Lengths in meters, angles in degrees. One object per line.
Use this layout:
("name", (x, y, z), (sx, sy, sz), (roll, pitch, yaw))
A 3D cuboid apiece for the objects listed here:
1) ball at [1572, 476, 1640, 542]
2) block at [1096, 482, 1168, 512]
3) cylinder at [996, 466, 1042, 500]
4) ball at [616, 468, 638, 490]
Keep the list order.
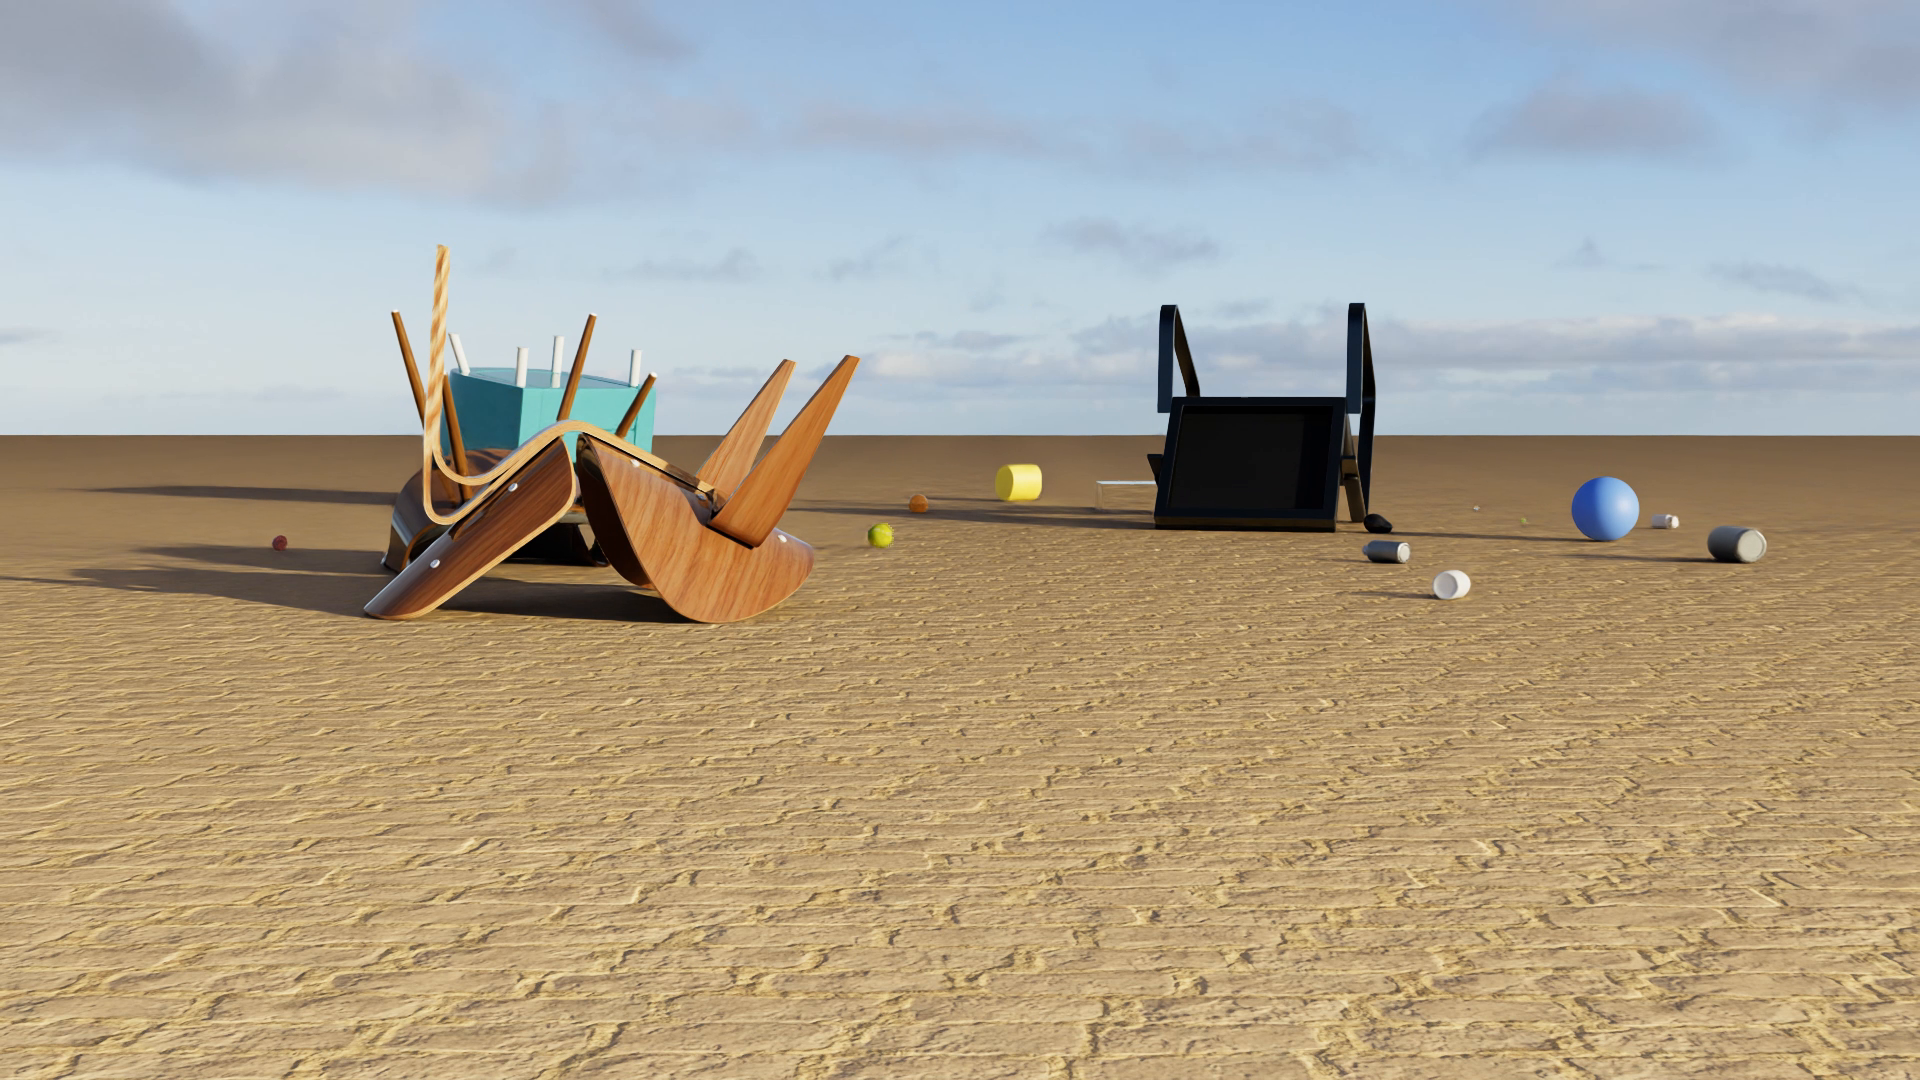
("ball", (1.901, -0.091, 6.477), (0.192, 0.192, 0.192), (0, 4, 0))
("block", (0.630, -0.159, 8.099), (0.236, 0.105, 0.224), (0, 4, -3))
("cylinder", (0.237, -0.229, 8.855), (0.136, 0.147, 0.129), (-2, 37, -31))
("ball", (-1.474, -0.267, 9.718), (0.099, 0.099, 0.099), (0, 4, 0))
